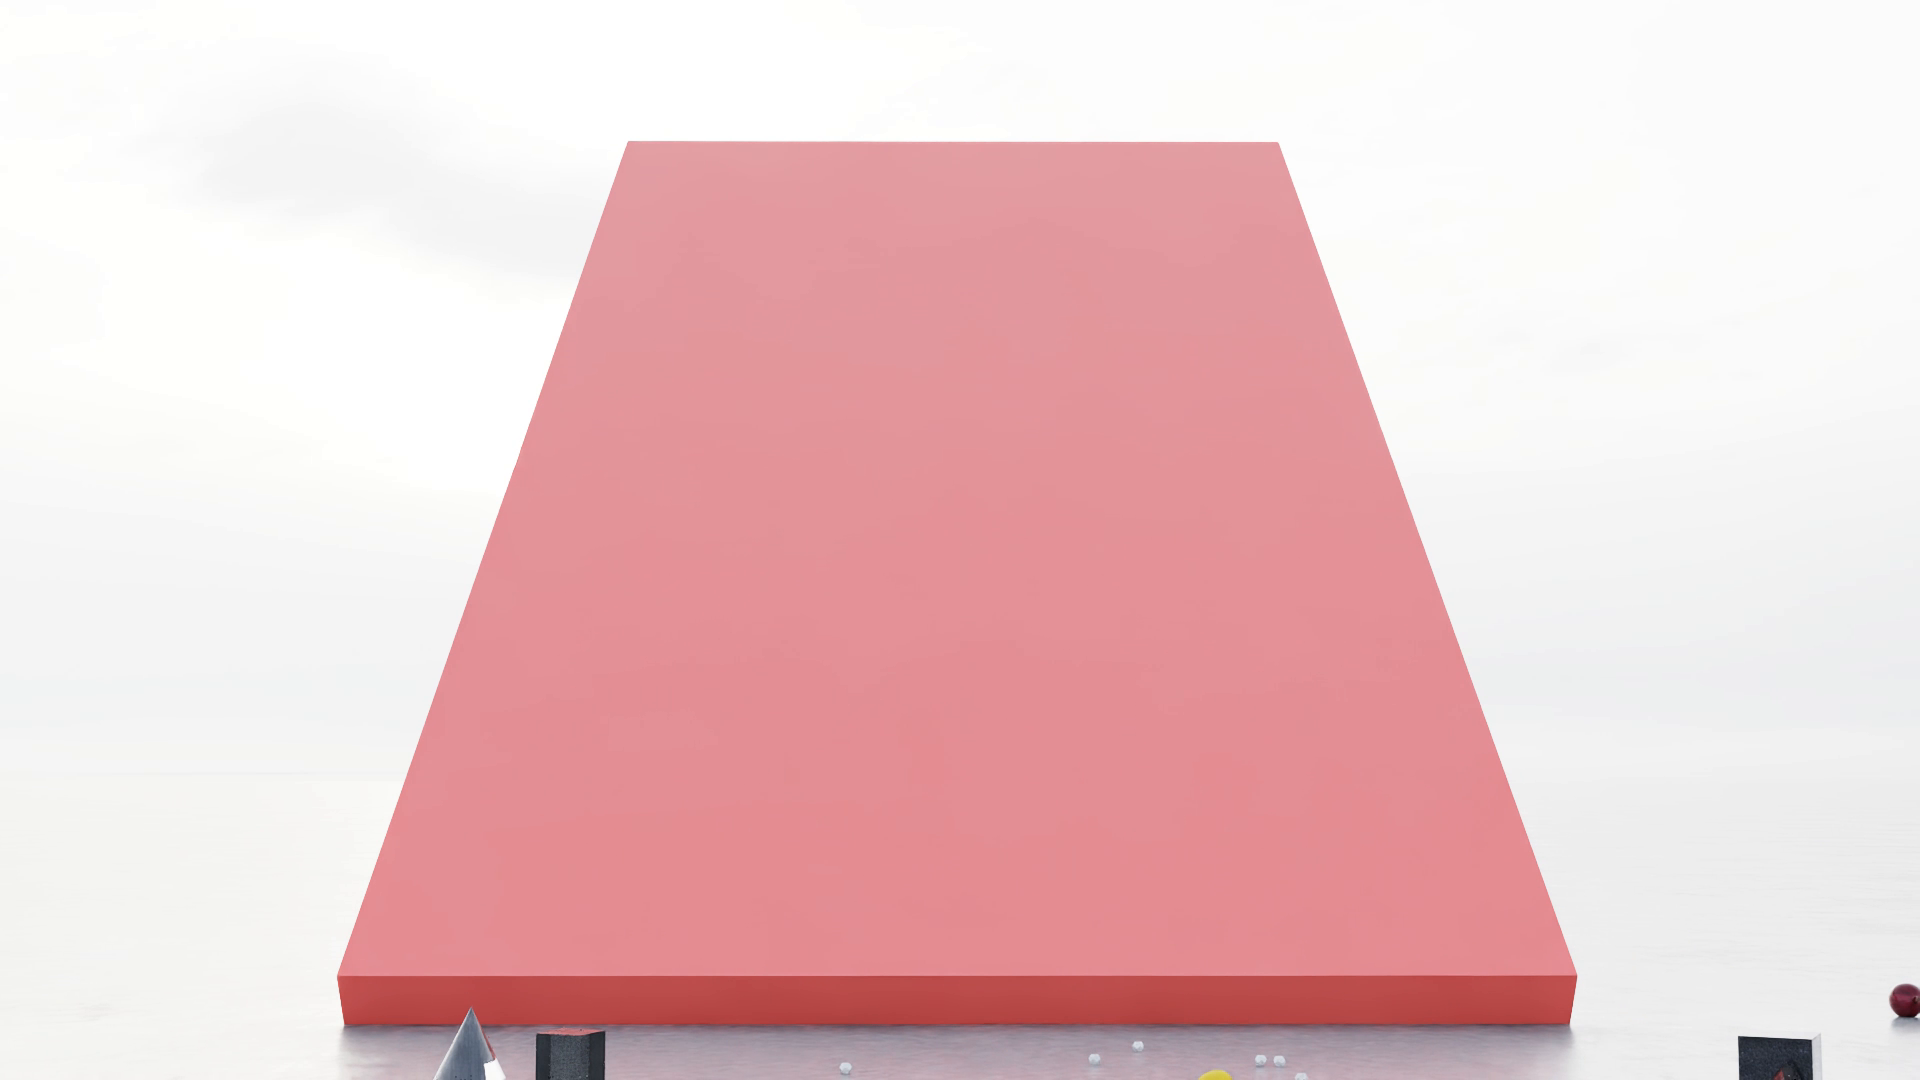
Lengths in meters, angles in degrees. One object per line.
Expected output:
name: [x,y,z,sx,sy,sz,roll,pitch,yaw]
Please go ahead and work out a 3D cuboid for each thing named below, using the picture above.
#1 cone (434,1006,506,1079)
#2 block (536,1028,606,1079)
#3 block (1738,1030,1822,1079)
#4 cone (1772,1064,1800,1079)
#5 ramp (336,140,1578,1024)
cone: [-0.657,0.674,3.219,0.095,0.095,0.095,0,-6,0]
block: [-0.515,0.684,3.170,0.066,0.066,0.066,-2,-6,21]
block: [1.011,0.653,2.955,0.086,0.086,0.086,-3,-6,27]
cone: [0.978,0.674,2.886,0.067,0.067,0.067,-34,-22,27]
ramp: [-0.012,-0.218,5.640,2.000,0.100,4.000,0,29,0]
